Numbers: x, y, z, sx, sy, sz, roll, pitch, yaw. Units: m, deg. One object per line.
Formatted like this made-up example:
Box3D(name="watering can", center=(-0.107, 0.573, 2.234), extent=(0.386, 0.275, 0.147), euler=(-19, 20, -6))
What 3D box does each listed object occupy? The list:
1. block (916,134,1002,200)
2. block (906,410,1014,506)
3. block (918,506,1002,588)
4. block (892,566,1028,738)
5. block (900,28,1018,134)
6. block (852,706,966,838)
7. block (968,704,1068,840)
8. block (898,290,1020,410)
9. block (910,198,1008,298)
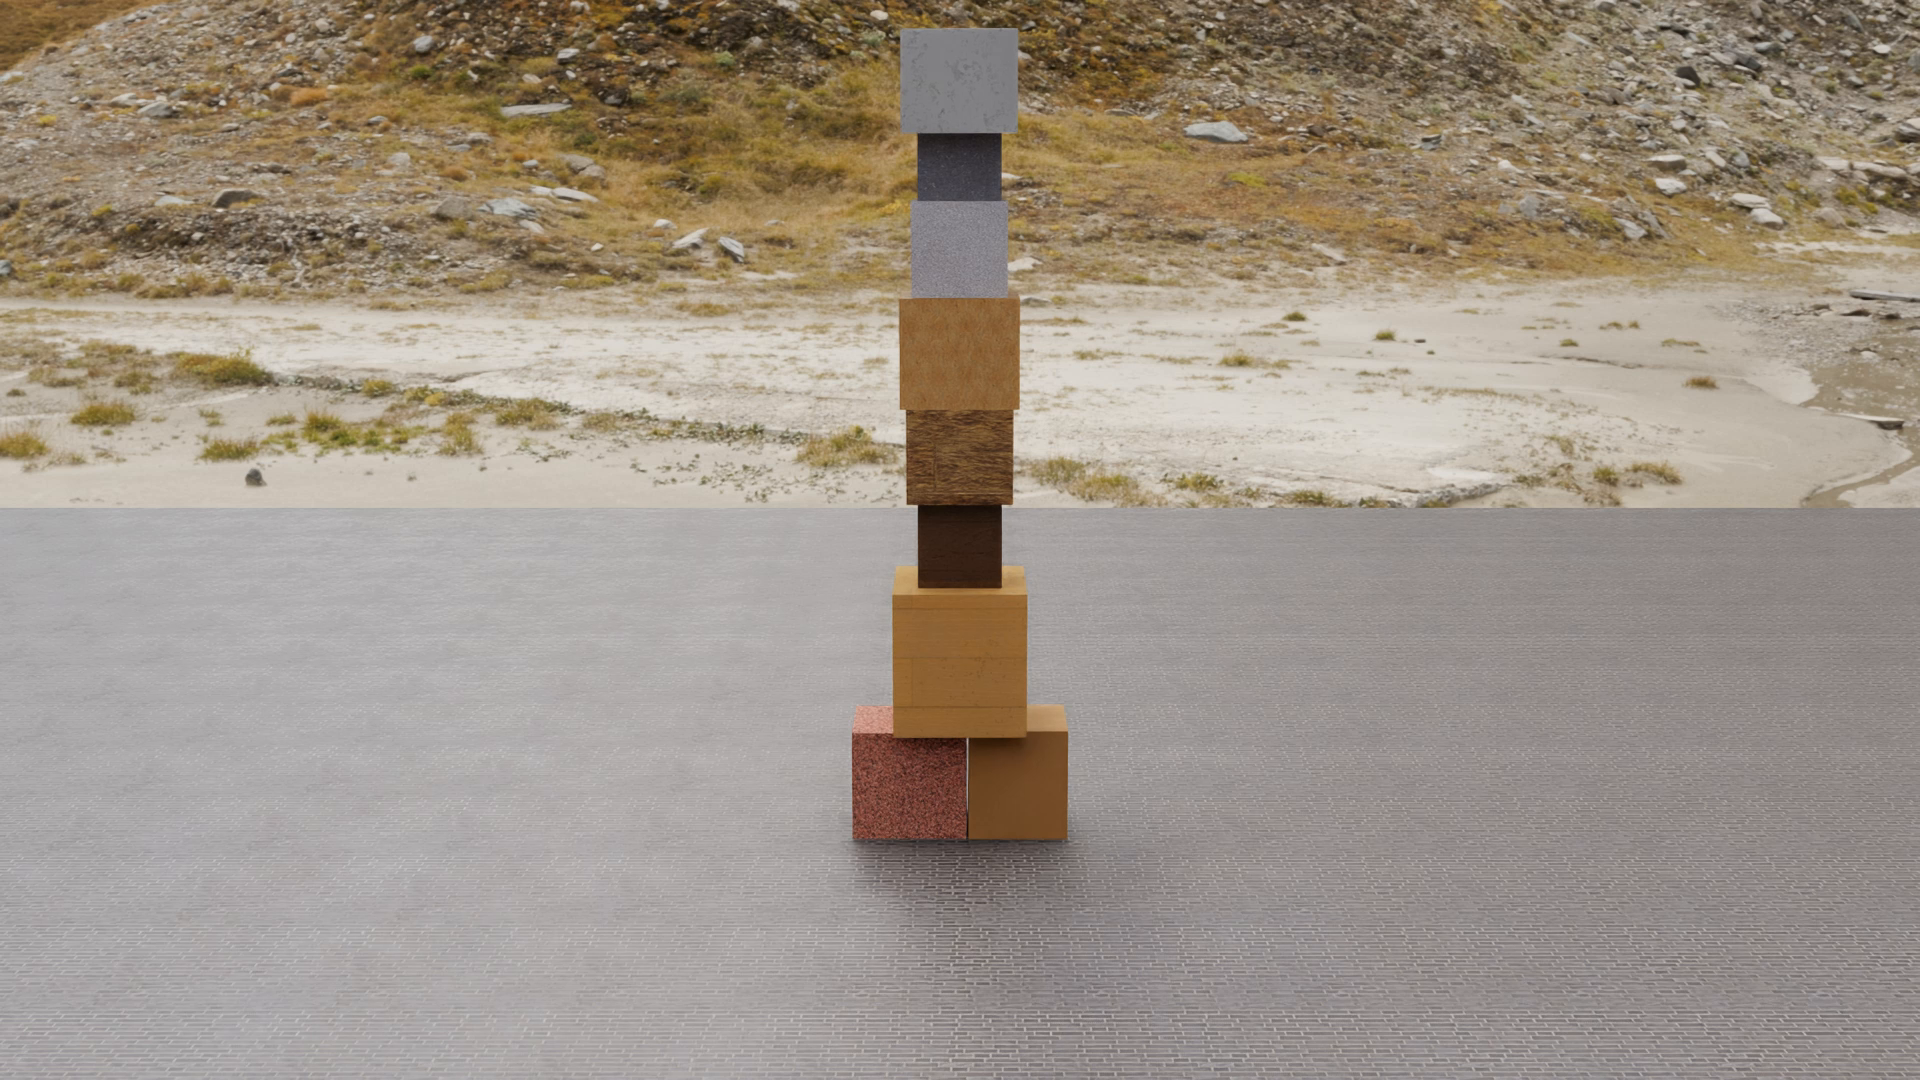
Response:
Box3D(name="block", center=(-0.004, -1.841, 10.846), extent=(0.409, 0.324, 0.360), euler=(0, 10, 0))
Box3D(name="block", center=(-0.002, -0.455, 11.083), extent=(0.527, 0.473, 0.564), euler=(0, 10, 0))
Box3D(name="block", center=(-0.001, -0.009, 11.165), extent=(0.418, 0.435, 0.413), euler=(0, 10, 0))
Box3D(name="block", center=(0.000, 0.562, 11.276), extent=(0.667, 0.729, 0.745), euler=(0, 10, 0))
Box3D(name="block", center=(-0.004, -2.242, 10.774), extent=(0.561, 0.490, 0.541), euler=(0, 10, 0))
Box3D(name="block", center=(-0.256, 1.199, 11.419), extent=(0.580, 0.555, 0.547), euler=(0, 10, 0))
Box3D(name="block", center=(0.295, 1.197, 11.403), extent=(0.502, 0.566, 0.529), euler=(0, 10, 0))
Box3D(name="block", center=(-0.002, -0.954, 10.991), extent=(0.588, 0.542, 0.557), euler=(0, 10, 0))
Box3D(name="block", center=(-0.003, -1.452, 10.916), extent=(0.471, 0.466, 0.471), euler=(0, 10, 0))
